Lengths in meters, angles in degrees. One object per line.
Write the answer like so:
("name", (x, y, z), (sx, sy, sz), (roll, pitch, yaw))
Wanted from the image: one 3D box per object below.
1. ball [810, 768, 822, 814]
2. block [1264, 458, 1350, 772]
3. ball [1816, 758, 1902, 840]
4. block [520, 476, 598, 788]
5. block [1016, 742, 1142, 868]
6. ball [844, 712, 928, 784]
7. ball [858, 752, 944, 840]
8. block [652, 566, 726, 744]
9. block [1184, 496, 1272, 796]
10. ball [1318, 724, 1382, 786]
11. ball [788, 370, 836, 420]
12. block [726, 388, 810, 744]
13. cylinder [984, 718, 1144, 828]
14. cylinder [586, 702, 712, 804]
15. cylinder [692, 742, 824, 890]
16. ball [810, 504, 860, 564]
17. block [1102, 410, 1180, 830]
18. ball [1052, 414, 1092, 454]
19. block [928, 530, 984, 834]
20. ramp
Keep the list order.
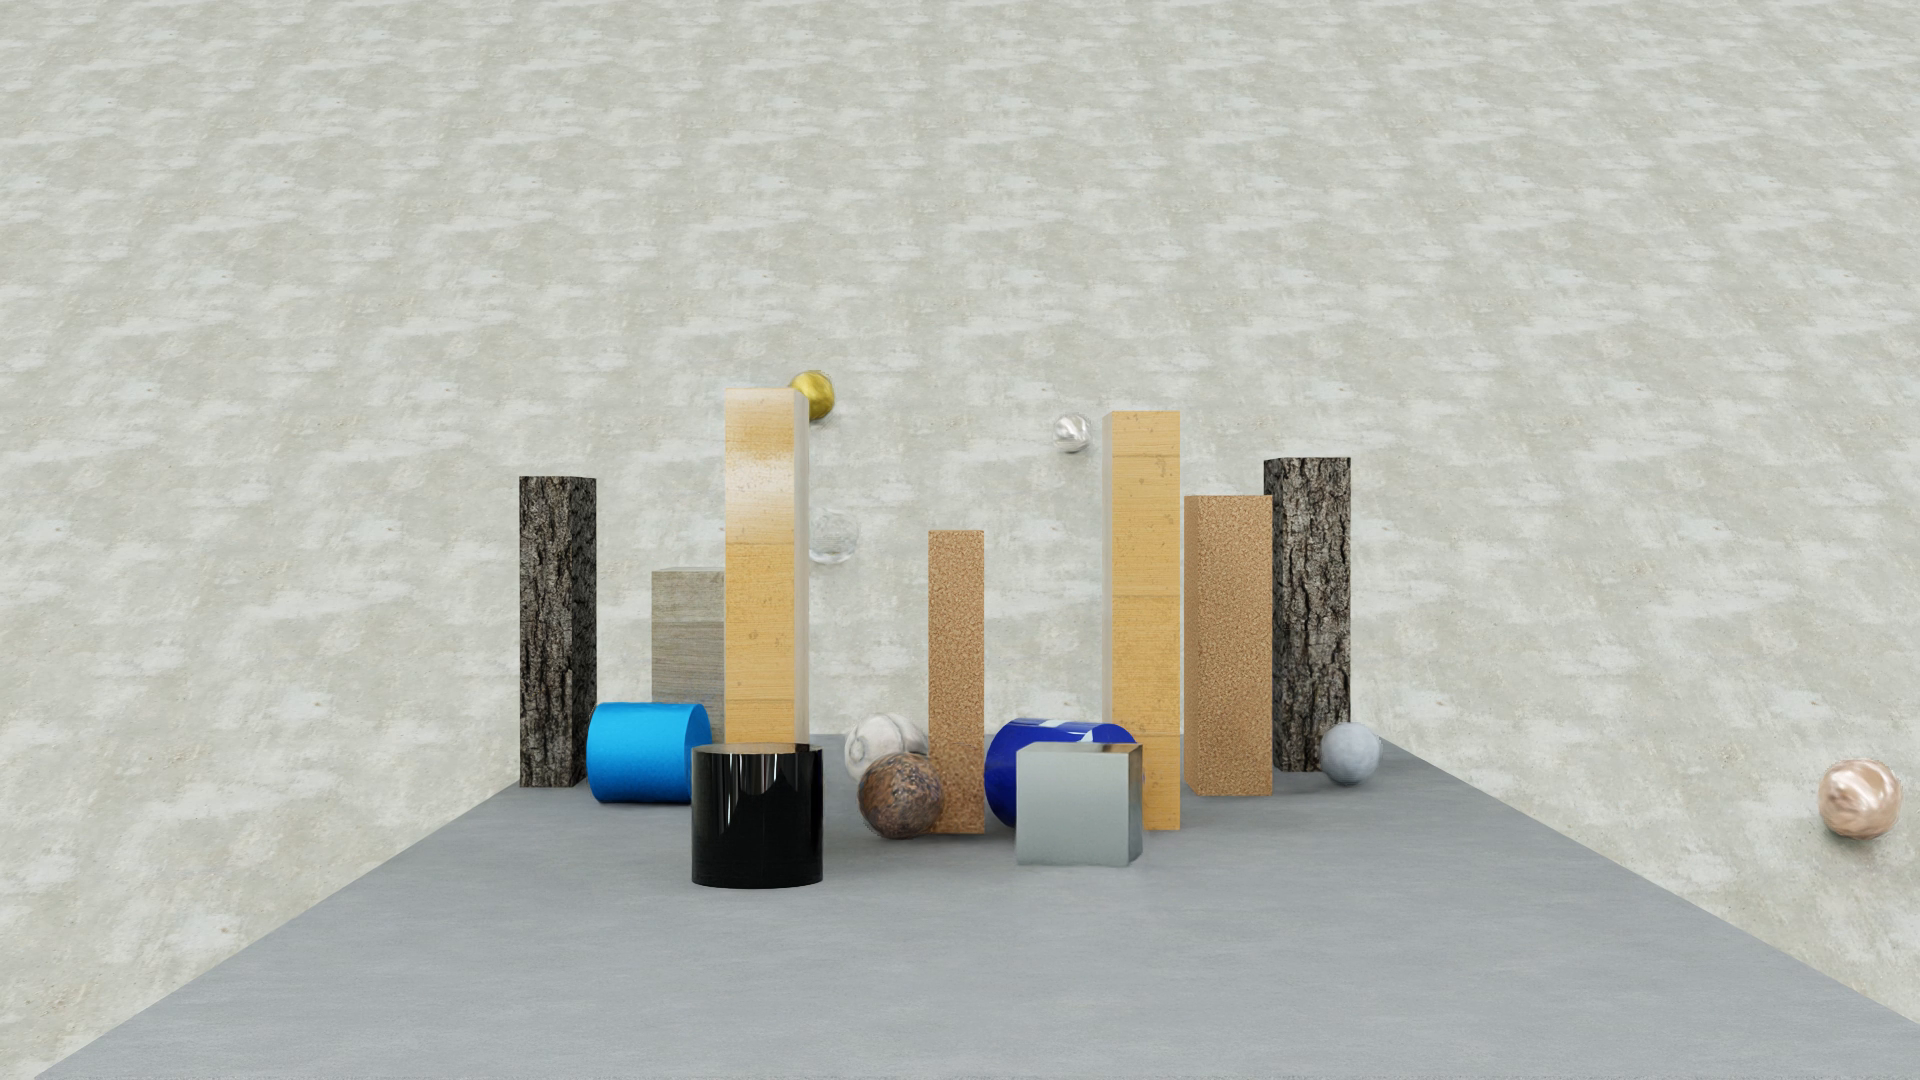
("ball", (-0.311, 0.460, 4.729), (0.115, 0.115, 0.115), (0, 28, 0))
("block", (0.778, 0.161, 5.819), (0.148, 0.687, 0.361), (0, 1, 0))
("ball", (2.202, 0.635, 6.326), (0.199, 0.199, 0.199), (0, 28, 0))
("block", (-0.856, 0.188, 5.520), (0.108, 0.643, 0.372), (0, 1, 0))
("block", (0.198, 0.432, 4.246), (0.182, 0.182, 0.182), (0, 1, 11))
("ball", (-0.148, 0.429, 5.166), (0.167, 0.167, 0.167), (0, 28, 0))
("ball", (-0.103, 0.445, 4.499), (0.152, 0.152, 0.152), (0, 28, 0))
("block", (-0.544, 0.285, 5.366), (0.145, 0.451, 0.406), (0, 1, 0))
("block", (0.551, 0.209, 5.333), (0.149, 0.602, 0.319), (0, 1, 0))
("ball", (0.811, 0.445, 5.376), (0.129, 0.129, 0.129), (0, 28, 0))
("ball", (-0.487, -0.470, 8.435), (0.163, 0.163, 0.163), (0, 28, 0))
("block", (-0.318, 0.139, 4.306), (0.109, 0.766, 0.412), (0, 1, 0))
("cylinder", (0.184, 0.419, 4.568), (0.201, 0.201, 0.201), (1, 21, 45))
("cylinder", (-0.607, 0.417, 5.064), (0.195, 0.195, 0.195), (0, 28, 11))
("cylinder", (-0.314, 0.424, 4.001), (0.204, 0.204, 0.204), (0, 1, 0))
("ball", (-0.382, -0.016, 7.568), (0.178, 0.178, 0.178), (0, 28, 0))
("block", (0.333, 0.142, 4.787), (0.121, 0.749, 0.336), (0, 1, 0))
("ball", (0.356, -0.340, 8.228), (0.126, 0.126, 0.126), (0, 28, 0))
("block", (-0.007, 0.250, 4.757), (0.099, 0.535, 0.379), (0, 1, 0))
("ramp", (0.063, 0.569, 4.610), (2.000, 0.100, 4.000), (0, 1, 0))
